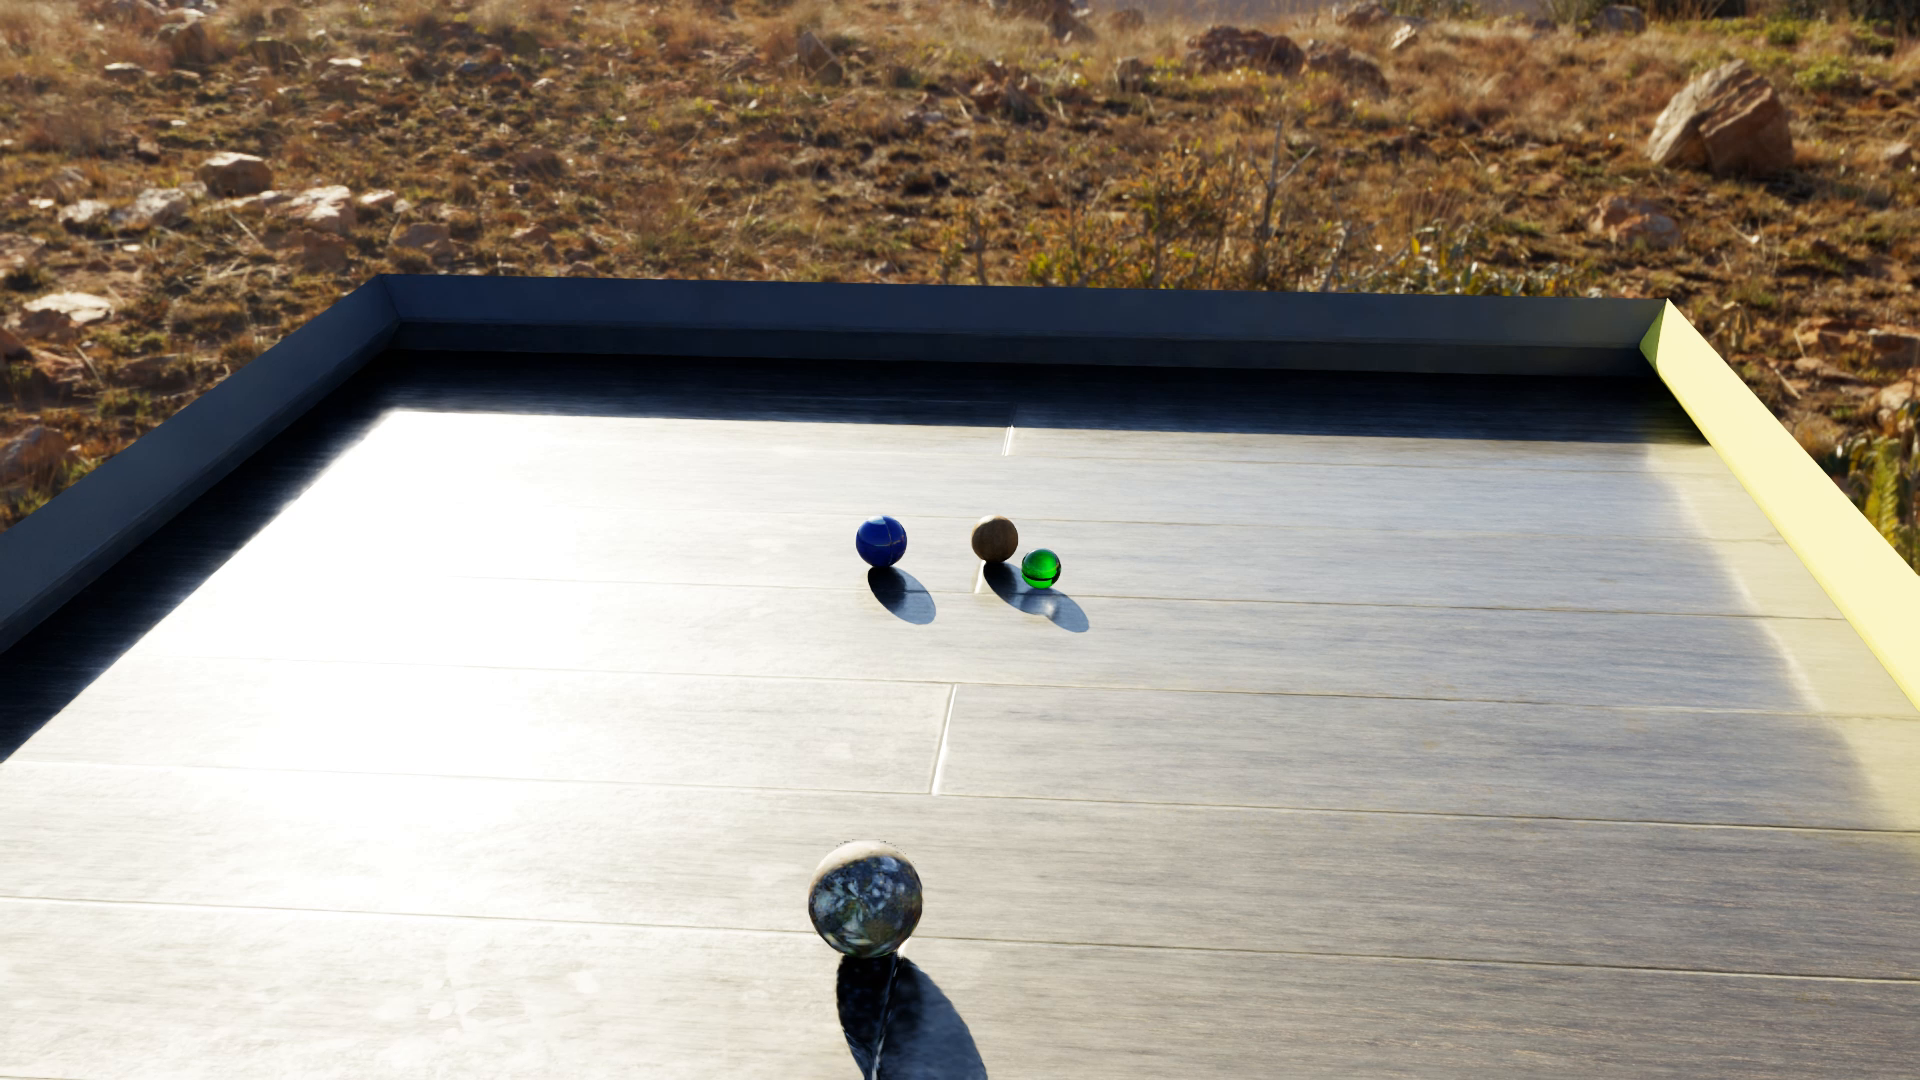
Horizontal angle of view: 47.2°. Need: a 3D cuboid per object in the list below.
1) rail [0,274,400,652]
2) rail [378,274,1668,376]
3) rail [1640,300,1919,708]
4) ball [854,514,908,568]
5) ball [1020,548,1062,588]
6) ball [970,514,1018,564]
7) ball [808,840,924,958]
[{"bbox_3d":[-1.022,0.238,1.793,0.045,0.118,3.463,2,20,5],"label":"rail"},{"bbox_3d":[0.071,-0.319,3.316,1.951,0.118,0.045,2,20,5],"label":"rail"},{"bbox_3d":[0.875,0.293,1.642,0.045,0.118,3.463,2,20,5],"label":"rail"},{"bbox_3d":[-0.091,0.001,2.525,0.061,0.061,0.061,0,20,0],"label":"ball"},{"bbox_3d":[0.091,0.032,2.465,0.046,0.046,0.046,0,20,0],"label":"ball"},{"bbox_3d":[0.040,-0.001,2.539,0.056,0.056,0.056,0,20,0],"label":"ball"},{"bbox_3d":[-0.074,0.281,1.719,0.091,0.091,0.091,0,20,0],"label":"ball"}]
